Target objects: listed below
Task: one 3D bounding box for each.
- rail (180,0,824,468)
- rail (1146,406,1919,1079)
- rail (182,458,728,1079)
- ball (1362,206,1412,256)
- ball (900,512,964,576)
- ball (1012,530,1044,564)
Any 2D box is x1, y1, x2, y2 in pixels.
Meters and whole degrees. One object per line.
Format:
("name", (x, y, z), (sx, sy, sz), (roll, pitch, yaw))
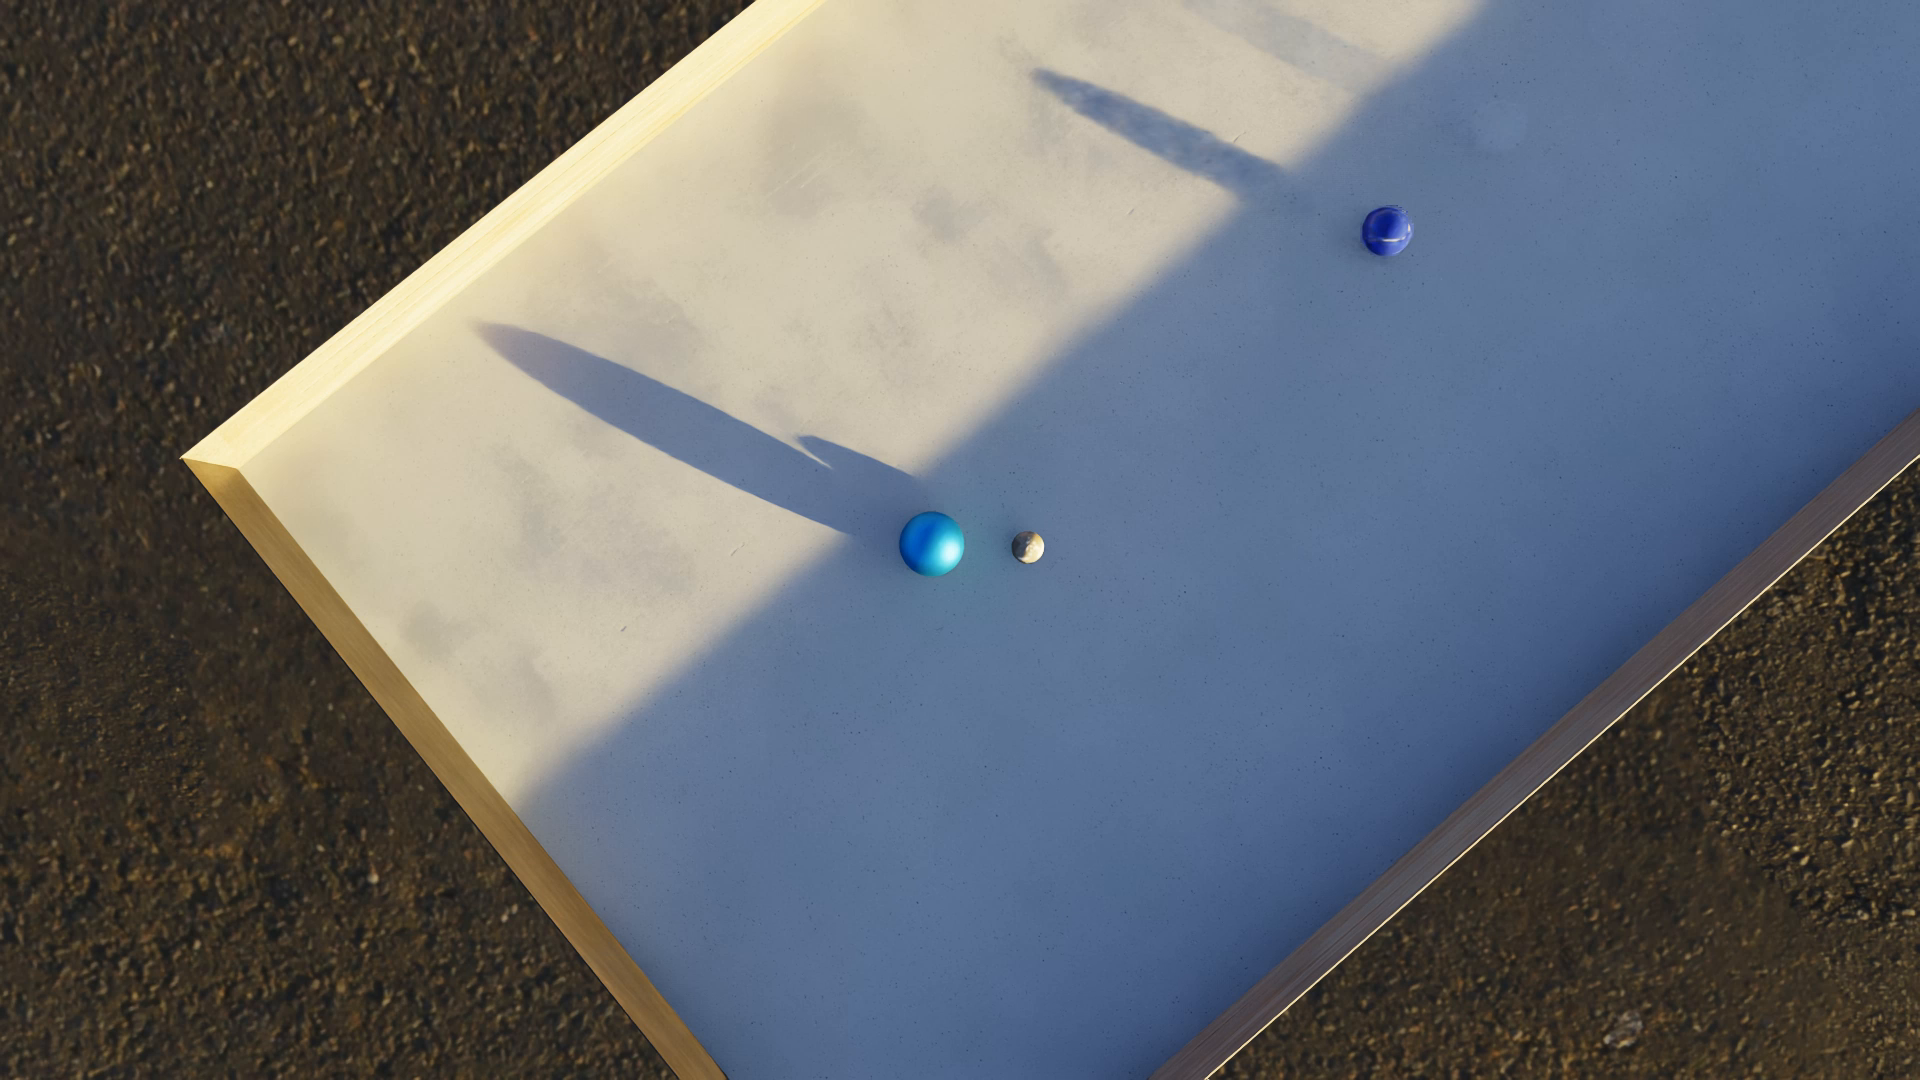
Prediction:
("rail", (0.103, -1.110, 3.402), (3.195, 0.126, 0.045), (-40, 84, -5))
("rail", (1.119, 0.085, 3.227), (3.195, 0.126, 0.045), (-40, 84, -5))
("rail", (-0.593, 0.490, 3.167), (0.045, 0.126, 1.626), (-40, 84, -5))
("ball", (0.647, -0.468, 3.334), (0.075, 0.075, 0.075), (0, 82, 0))
("ball", (-0.042, 0.006, 3.254), (0.097, 0.097, 0.097), (0, 82, 0))
("ball", (0.101, 0.011, 3.277), (0.049, 0.049, 0.049), (0, 82, 0))
